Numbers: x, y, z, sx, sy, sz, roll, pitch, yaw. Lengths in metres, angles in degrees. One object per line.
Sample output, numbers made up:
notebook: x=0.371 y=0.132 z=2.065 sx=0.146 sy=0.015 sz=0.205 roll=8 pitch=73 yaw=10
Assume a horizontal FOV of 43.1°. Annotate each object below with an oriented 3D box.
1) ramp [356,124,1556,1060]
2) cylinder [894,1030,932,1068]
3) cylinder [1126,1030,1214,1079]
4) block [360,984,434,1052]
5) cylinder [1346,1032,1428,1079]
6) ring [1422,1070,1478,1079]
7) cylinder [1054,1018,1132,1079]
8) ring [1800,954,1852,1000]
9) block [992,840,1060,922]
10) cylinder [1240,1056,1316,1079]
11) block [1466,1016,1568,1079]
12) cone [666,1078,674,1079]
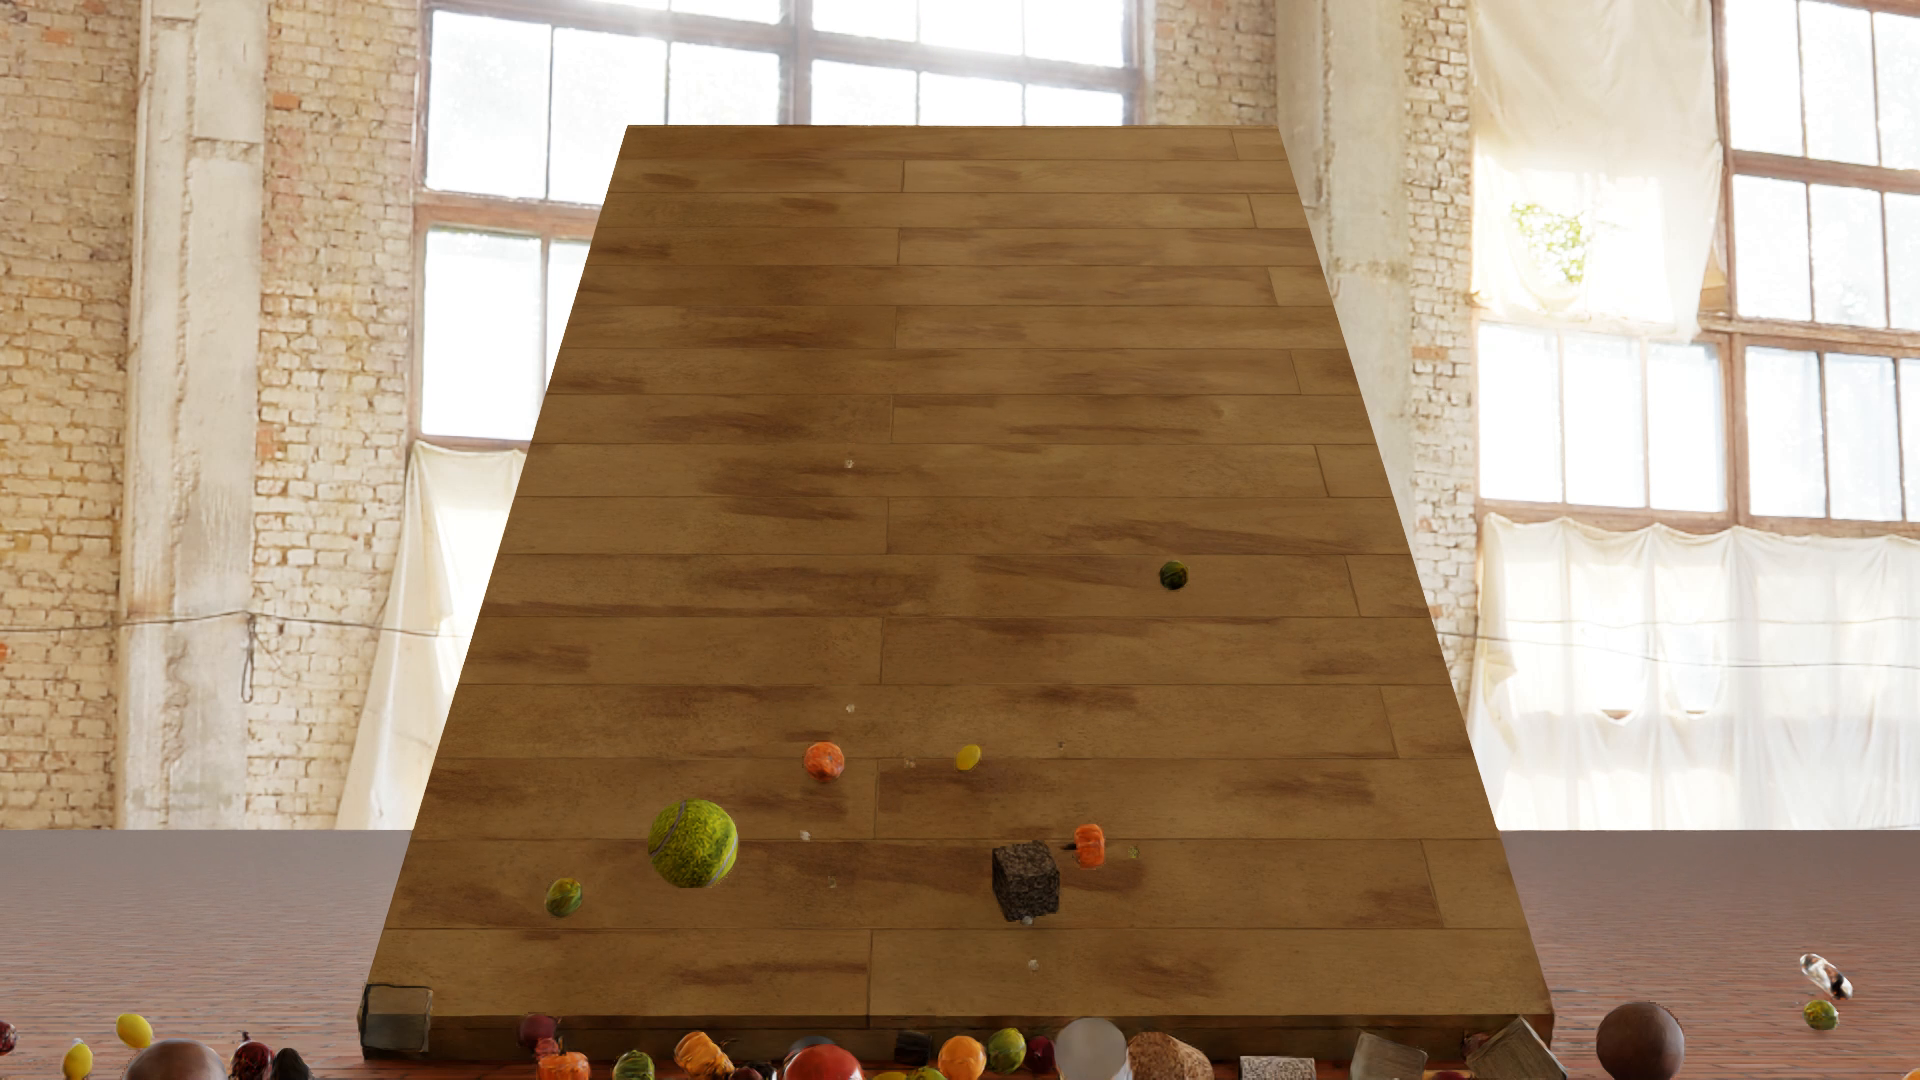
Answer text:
ramp: x=-0.014 y=-0.199 z=5.796 sx=2.000 sy=0.100 sz=4.000 roll=0 pitch=31 yaw=0
cylinder: x=-0.074 y=0.807 z=3.857 sx=0.053 sy=0.053 sz=0.053 roll=9 pitch=-6 yaw=5
cylinder: x=0.268 y=0.700 z=3.179 sx=0.098 sy=0.098 sz=0.098 roll=-4 pitch=-23 yaw=30
block: x=-0.904 y=0.767 z=3.908 sx=0.098 sy=0.098 sz=0.098 roll=4 pitch=-14 yaw=-6
cylinder: x=0.571 y=0.721 z=3.271 sx=0.093 sy=0.093 sz=0.093 roll=18 pitch=-7 yaw=2
ring: x=0.720 y=0.799 z=3.579 sx=0.103 sy=0.034 sz=0.103 roll=1 pitch=-8 yaw=0
cylinder: x=0.167 y=0.658 z=3.039 sx=0.091 sy=0.091 sz=0.091 roll=-1 pitch=-38 yaw=9
ring: x=1.973 y=0.995 z=5.541 sx=0.134 sy=0.045 sz=0.134 roll=43 pitch=-1 yaw=1
block: x=0.116 y=0.600 z=4.286 sx=0.094 sy=0.094 sz=0.094 roll=-9 pitch=32 yaw=-14
cylinder: x=0.408 y=0.713 z=3.134 sx=0.094 sy=0.094 sz=0.094 roll=1 pitch=-7 yaw=5
block: x=0.743 y=0.704 z=3.249 sx=0.093 sy=0.093 sz=0.093 roll=-39 pitch=-13 yaw=6
cone: x=-0.418 y=0.742 z=3.244 sx=0.061 sy=0.061 sz=0.061 roll=6 pitch=-5 yaw=11
